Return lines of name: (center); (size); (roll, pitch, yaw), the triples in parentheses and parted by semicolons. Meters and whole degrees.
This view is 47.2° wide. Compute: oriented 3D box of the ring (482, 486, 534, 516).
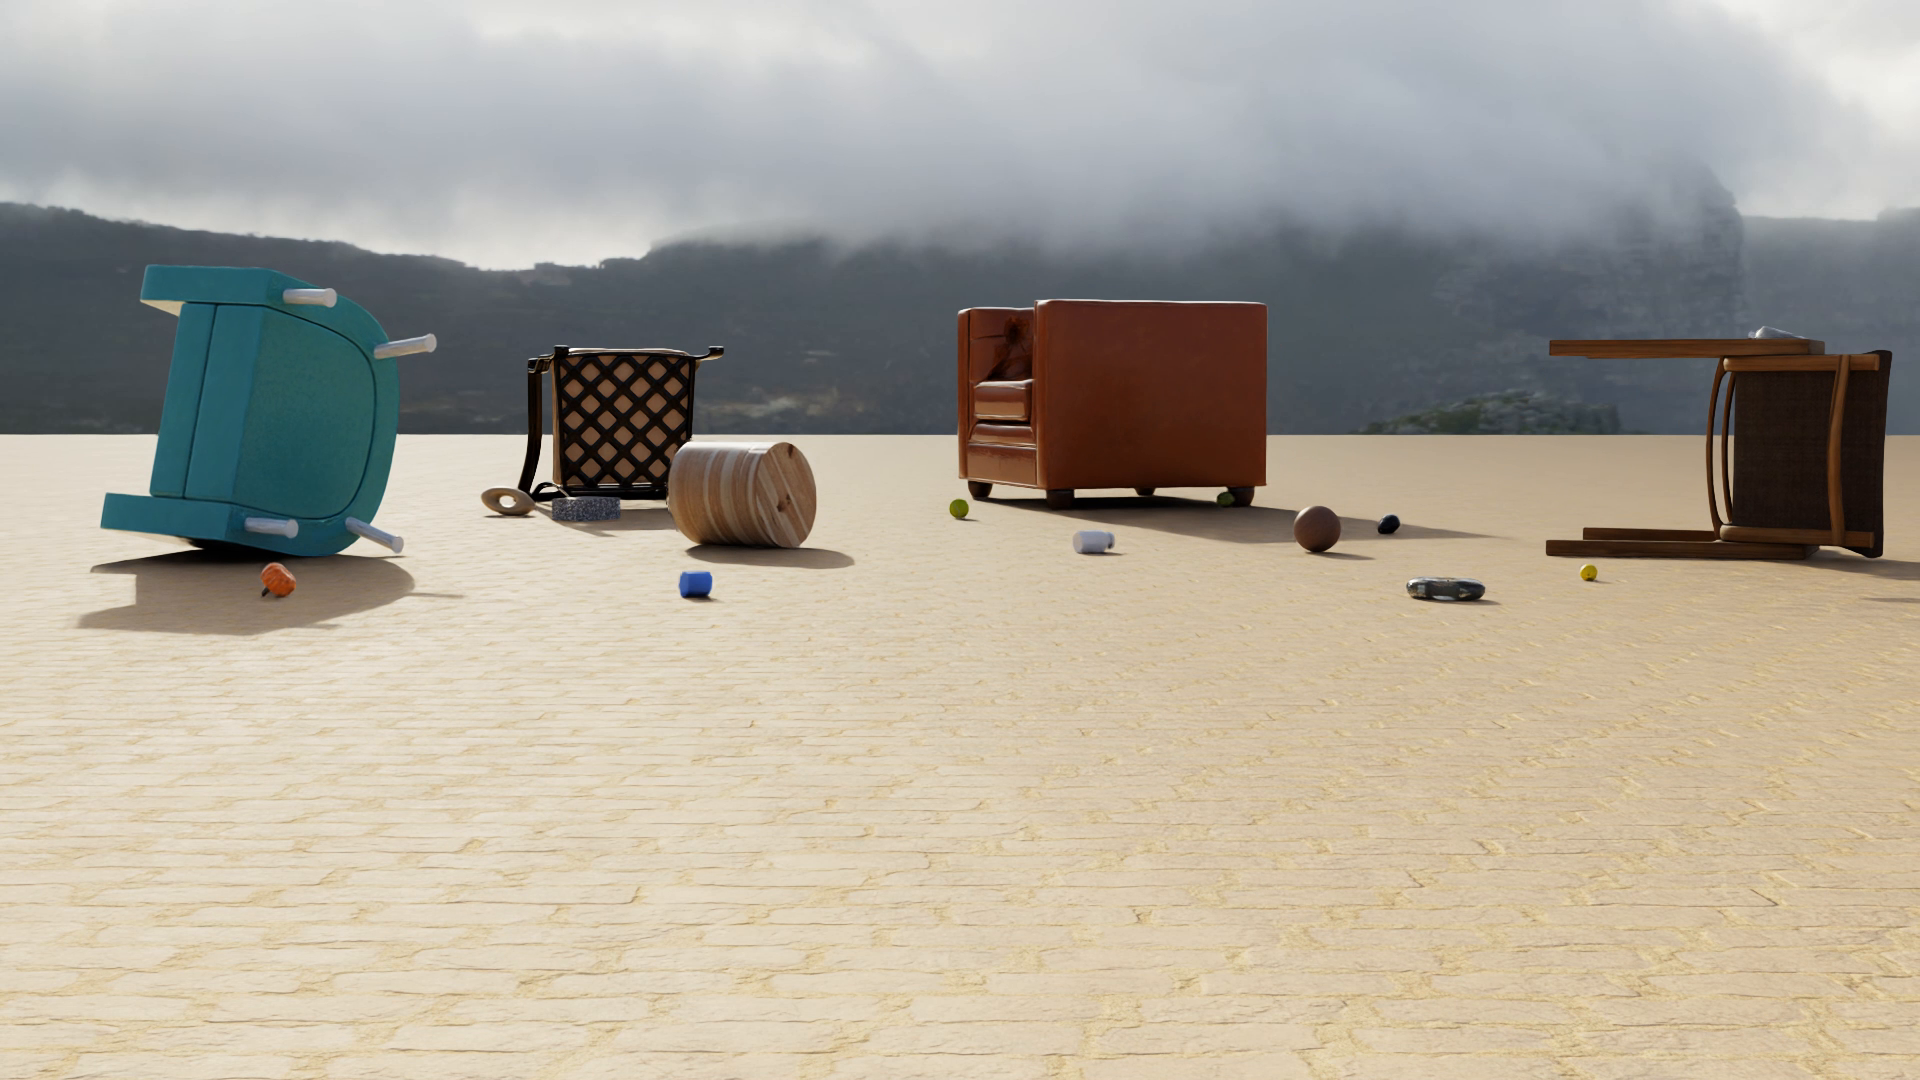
ring: (-1.614, -0.138, 7.846); (0.213, 0.101, 0.061); (11, -4, 17)

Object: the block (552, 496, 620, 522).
block: (-1.289, -0.108, 7.588); (0.147, 0.074, 0.196); (2, 4, 25)

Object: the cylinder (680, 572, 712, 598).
cylinder: (-0.572, 0.096, 4.758); (0.053, 0.050, 0.062); (-2, -29, -28)

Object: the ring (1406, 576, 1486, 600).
ring: (1.041, 0.104, 4.718); (0.132, 0.044, 0.184); (-3, 4, -42)

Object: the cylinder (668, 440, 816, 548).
cylinder: (-0.618, -0.131, 6.259); (0.312, 0.314, 0.273); (2, 39, 32)
